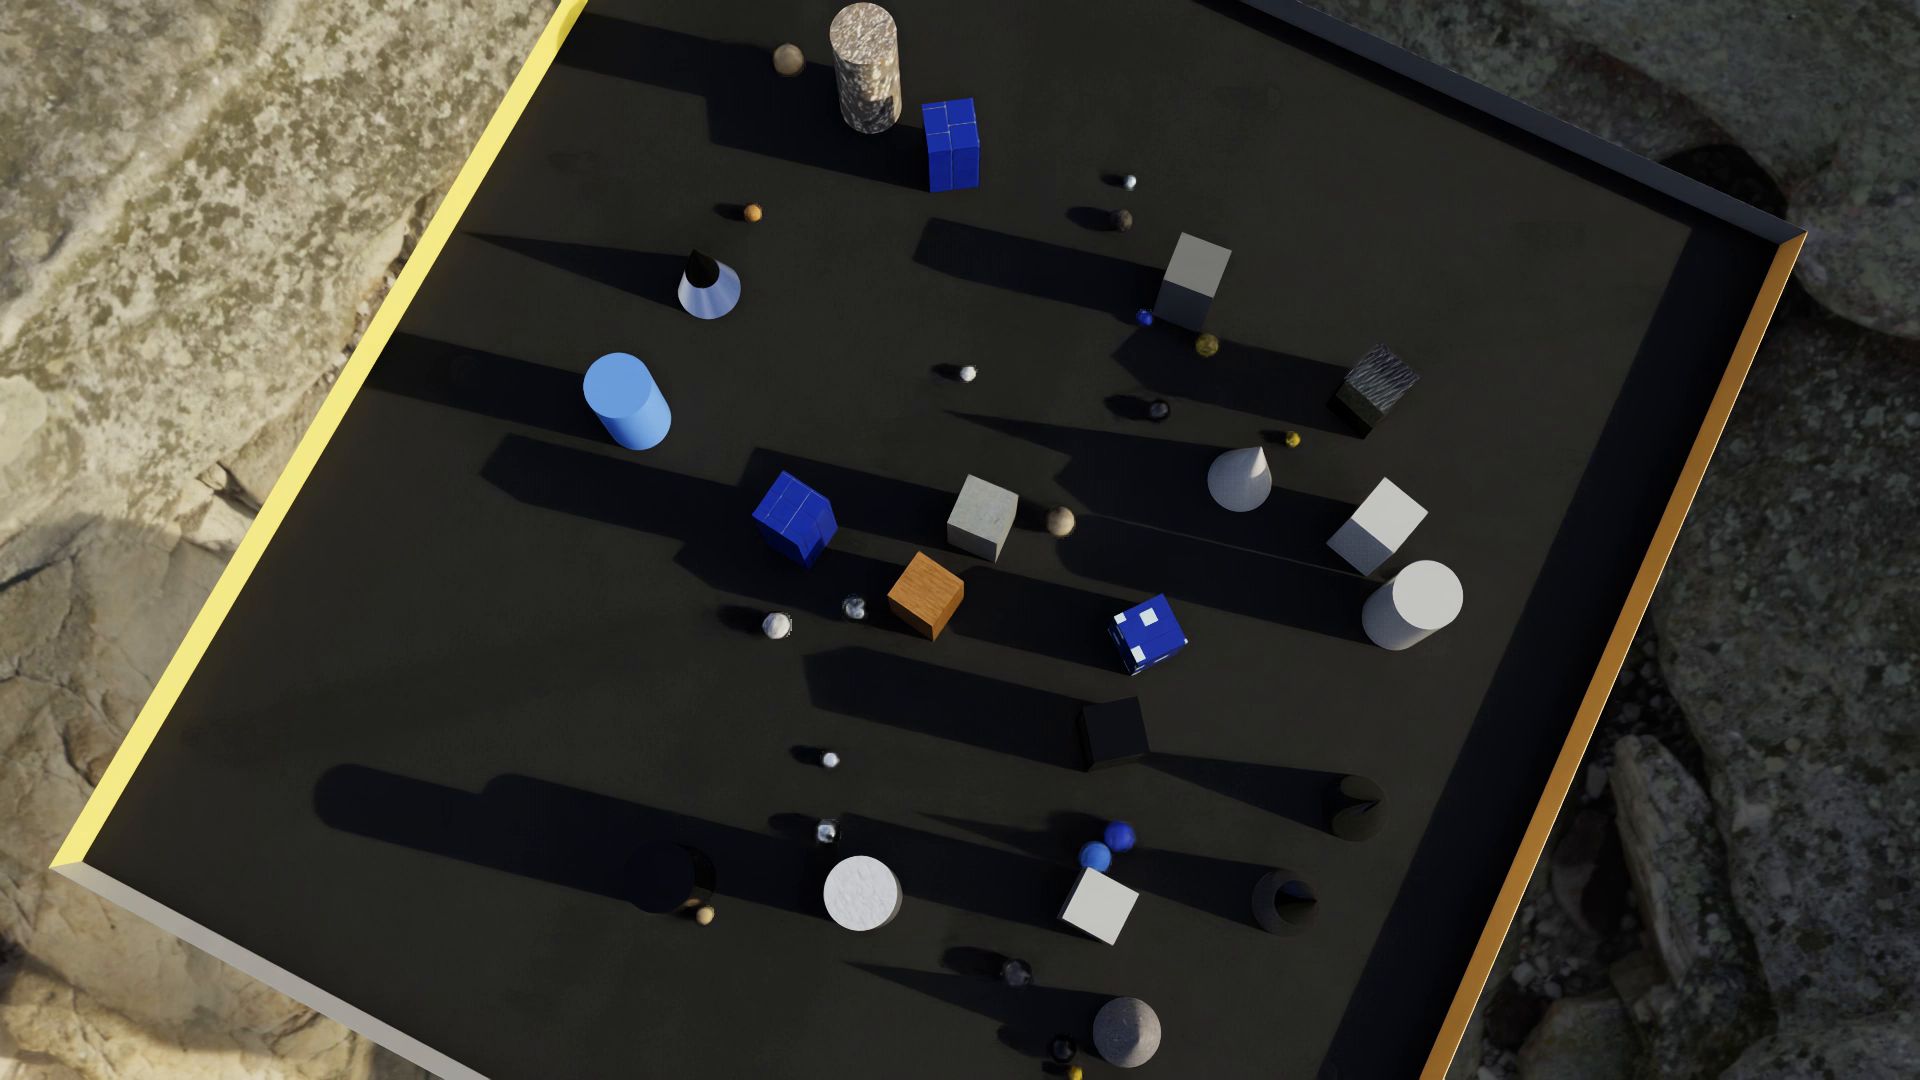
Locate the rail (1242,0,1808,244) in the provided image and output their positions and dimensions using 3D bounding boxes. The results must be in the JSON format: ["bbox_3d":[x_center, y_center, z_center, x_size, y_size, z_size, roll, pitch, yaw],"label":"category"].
[{"bbox_3d":[0.904,-1.764,5.915,3.837,0.129,0.045,26,80,5],"label":"rail"}]

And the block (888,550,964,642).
[{"bbox_3d":[-0.099,0.169,5.430,0.159,0.297,0.159,34,80,7],"label":"block"}]

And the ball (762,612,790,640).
[{"bbox_3d":[-0.554,0.258,5.522,0.081,0.081,0.081,0,78,0],"label":"ball"}]

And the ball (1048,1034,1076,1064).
[{"bbox_3d":[0.295,1.465,5.272,0.080,0.080,0.080,0,78,0],"label":"ball"}]

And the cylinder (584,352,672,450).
[{"bbox_3d":[-0.997,-0.412,5.513,0.198,0.370,0.198,0,78,0],"label":"cylinder"}]

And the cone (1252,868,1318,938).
[{"bbox_3d":[0.958,1.019,5.155,0.198,0.490,0.198,0,78,0],"label":"cone"}]

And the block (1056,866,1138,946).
[{"bbox_3d":[0.391,1.047,5.241,0.159,0.311,0.159,28,80,5],"label":"block"}]

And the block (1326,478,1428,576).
[{"bbox_3d":[1.232,-0.035,5.436,0.159,0.368,0.159,40,81,8],"label":"block"}]

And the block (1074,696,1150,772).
[{"bbox_3d":[0.438,0.567,5.314,0.159,0.362,0.159,-11,79,-2],"label":"block"}]

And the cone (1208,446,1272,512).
[{"bbox_3d":[0.863,-0.226,5.450,0.198,0.417,0.198,0,78,0],"label":"cone"}]

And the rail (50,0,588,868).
[{"bbox_3d":[-1.695,-0.823,5.720,0.045,0.129,4.092,26,80,5],"label":"rail"}]

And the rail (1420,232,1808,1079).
[{"bbox_3d":[1.695,0.837,5.377,0.045,0.129,4.092,26,80,5],"label":"rail"}]

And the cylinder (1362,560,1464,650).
[{"bbox_3d":[1.319,0.196,5.367,0.198,0.409,0.198,0,78,0],"label":"cylinder"}]

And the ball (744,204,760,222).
[{"bbox_3d":[-0.658,-1.034,5.802,0.055,0.055,0.055,0,78,0],"label":"ball"}]

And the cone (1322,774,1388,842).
[{"bbox_3d":[1.174,0.764,5.283,0.198,0.343,0.198,0,78,0],"label":"cone"}]

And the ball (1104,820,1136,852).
[{"bbox_3d":[0.469,0.873,5.388,0.093,0.093,0.093,0,78,0],"label":"ball"}]

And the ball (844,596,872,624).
[{"bbox_3d":[-0.310,0.210,5.530,0.085,0.085,0.085,0,78,0],"label":"ball"}]

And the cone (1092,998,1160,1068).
[{"bbox_3d":[0.484,1.391,5.137,0.198,0.376,0.198,0,78,0],"label":"cone"}]

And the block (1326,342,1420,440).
[{"bbox_3d":[1.249,-0.450,5.560,0.159,0.293,0.159,44,82,8],"label":"block"}]

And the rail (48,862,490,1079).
[{"bbox_3d":[-0.904,1.778,5.182,3.837,0.129,0.045,26,80,5],"label":"rail"}]

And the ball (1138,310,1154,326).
[{"bbox_3d":[0.581,-0.695,5.736,0.047,0.047,0.047,0,78,0],"label":"ball"}]

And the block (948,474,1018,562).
[{"bbox_3d":[0.067,-0.062,5.481,0.159,0.291,0.159,23,79,5],"label":"block"}]

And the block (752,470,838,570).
[{"bbox_3d":[-0.484,-0.053,5.426,0.159,0.395,0.159,33,80,6],"label":"block"}]

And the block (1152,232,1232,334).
[{"bbox_3d":[0.706,-0.784,5.608,0.159,0.335,0.159,22,79,4],"label":"block"}]

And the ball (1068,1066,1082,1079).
[{"bbox_3d":[0.333,1.539,5.276,0.042,0.042,0.042,0,78,0],"label":"ball"}]

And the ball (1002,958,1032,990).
[{"bbox_3d":[0.165,1.257,5.309,0.092,0.092,0.092,0,78,0],"label":"ball"}]

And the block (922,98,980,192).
[{"bbox_3d":[-0.027,-1.227,5.711,0.159,0.312,0.159,-8,78,-2],"label":"block"}]

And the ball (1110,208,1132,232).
[{"bbox_3d":[0.508,-1.010,5.788,0.073,0.073,0.073,0,78,0],"label":"ball"}]

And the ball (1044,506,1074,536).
[{"bbox_3d":[0.304,-0.057,5.582,0.091,0.091,0.091,0,78,0],"label":"ball"}]

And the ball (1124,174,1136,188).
[{"bbox_3d":[0.540,-1.141,5.832,0.042,0.042,0.042,0,78,0],"label":"ball"}]

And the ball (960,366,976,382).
[{"bbox_3d":[0.025,-0.517,5.699,0.049,0.049,0.049,0,78,0],"label":"ball"}]

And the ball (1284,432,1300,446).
[{"bbox_3d":[1.026,-0.310,5.658,0.046,0.046,0.046,0,78,0],"label":"ball"}]

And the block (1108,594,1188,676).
[{"bbox_3d":[0.554,0.283,5.436,0.159,0.238,0.159,-25,79,-5],"label":"block"}]

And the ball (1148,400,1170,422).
[{"bbox_3d":[0.615,-0.398,5.662,0.073,0.073,0.073,0,78,0],"label":"ball"}]

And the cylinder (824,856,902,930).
[{"bbox_3d":[-0.269,0.999,5.168,0.198,0.473,0.198,0,78,0],"label":"cylinder"}]

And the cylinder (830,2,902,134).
[{"bbox_3d":[-0.287,-1.452,5.668,0.198,0.488,0.198,0,78,0],"label":"cylinder"}]

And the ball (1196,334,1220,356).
[{"bbox_3d":[0.771,-0.607,5.706,0.072,0.072,0.072,0,78,0],"label":"ball"}]

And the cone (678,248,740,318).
[{"bbox_3d":[-0.791,-0.828,5.604,0.198,0.359,0.198,0,78,0],"label":"cone"}]

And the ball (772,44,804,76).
[{"bbox_3d":[-0.552,-1.542,5.885,0.099,0.099,0.099,0,78,0],"label":"ball"}]

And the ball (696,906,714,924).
[{"bbox_3d":[-0.748,1.099,5.363,0.050,0.050,0.050,0,78,0],"label":"ball"}]

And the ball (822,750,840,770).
[{"bbox_3d":[-0.383,0.655,5.453,0.054,0.054,0.054,0,78,0],"label":"ball"}]

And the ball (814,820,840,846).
[{"bbox_3d":[-0.393,0.863,5.399,0.076,0.076,0.076,0,78,0],"label":"ball"}]

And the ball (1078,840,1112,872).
[{"bbox_3d":[0.396,0.930,5.375,0.096,0.096,0.096,0,78,0],"label":"ball"}]

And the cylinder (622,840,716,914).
[{"bbox_3d":[-0.818,0.958,5.190,0.198,0.446,0.198,0,78,0],"label":"cylinder"}]
